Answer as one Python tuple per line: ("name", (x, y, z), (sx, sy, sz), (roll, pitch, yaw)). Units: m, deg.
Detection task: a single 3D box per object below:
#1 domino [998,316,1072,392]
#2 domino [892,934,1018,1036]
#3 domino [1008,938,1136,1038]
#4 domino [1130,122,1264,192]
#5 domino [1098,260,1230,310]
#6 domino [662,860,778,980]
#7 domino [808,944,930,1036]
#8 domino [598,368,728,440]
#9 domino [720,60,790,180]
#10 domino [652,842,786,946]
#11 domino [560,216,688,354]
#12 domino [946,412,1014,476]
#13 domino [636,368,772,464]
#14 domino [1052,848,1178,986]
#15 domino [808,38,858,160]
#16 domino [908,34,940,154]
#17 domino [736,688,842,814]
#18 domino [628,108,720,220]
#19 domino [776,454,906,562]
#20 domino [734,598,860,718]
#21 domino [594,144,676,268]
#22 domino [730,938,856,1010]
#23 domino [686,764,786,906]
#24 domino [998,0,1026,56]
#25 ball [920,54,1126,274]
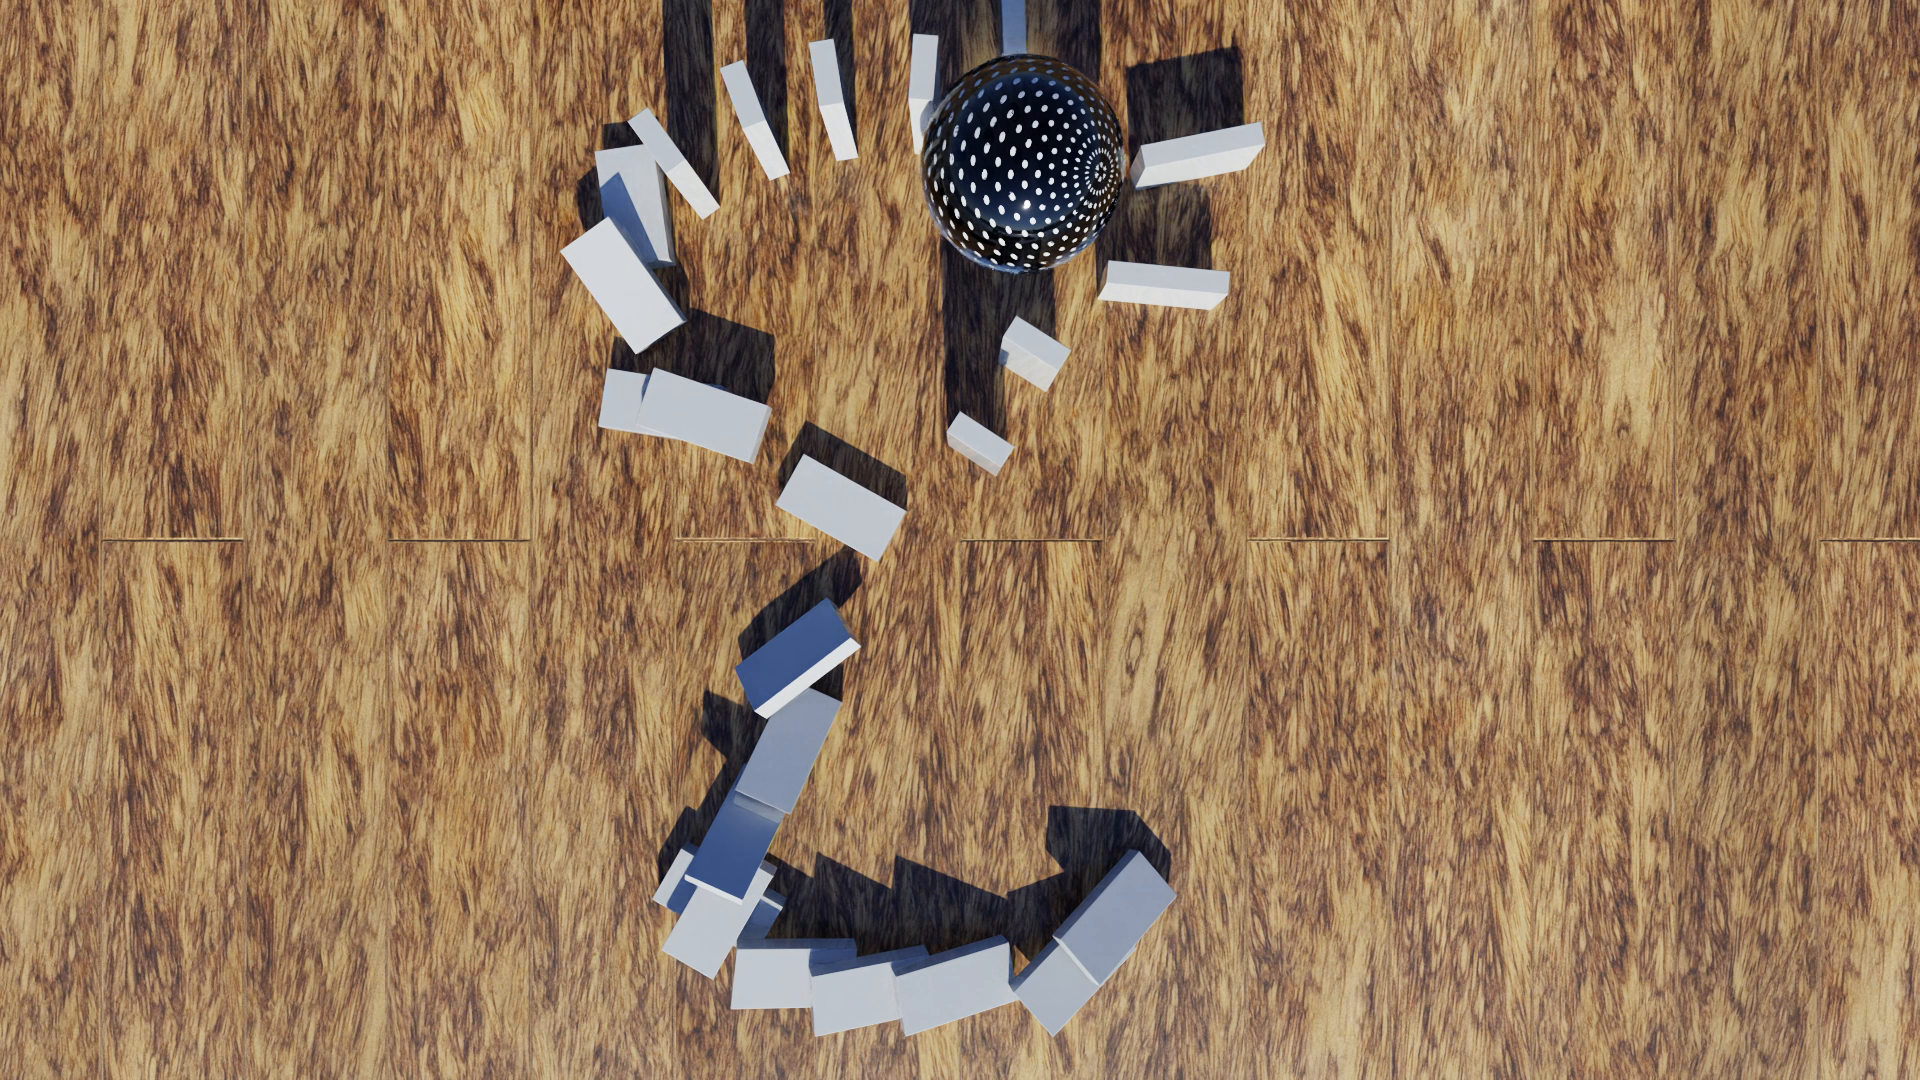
("domino", (0.030, -0.075, 0.375), (0.025, 0.050, 0.009), (32, 90, 0))
("domino", (-0.002, 0.188, 0.388), (0.050, 0.010, 0.025), (-9, 90, -17))
("domino", (0.048, 0.182, 0.390), (0.050, 0.009, 0.025), (-42, 90, -12))
("domino", (0.099, -0.162, 0.388), (0.050, 0.025, 0.010), (-11, 90, 0))
("domino", (0.085, -0.108, 0.388), (0.050, 0.025, 0.009), (5, 90, 0))
("domino", (-0.101, 0.155, 0.386), (0.025, 0.010, 0.050), (30, 90, 0))
("domino", (-0.038, 0.190, 0.388), (0.050, 0.009, 0.025), (-3, 91, -17))
("domino", (-0.128, -0.057, 0.395), (0.050, 0.010, 0.025), (9, 90, 0))
("domino", (-0.083, -0.170, 0.375), (0.009, 0.050, 0.025), (-21, 90, 0))
("domino", (-0.103, 0.155, 0.395), (0.050, 0.010, 0.025), (30, 90, 0))
("domino", (-0.142, -0.107, 0.388), (0.025, 0.009, 0.050), (-32, 104, 6))
("domino", (0.008, -0.039, 0.375), (0.025, 0.050, 0.009), (33, 90, 0))
("domino", (-0.108, -0.052, 0.386), (0.050, 0.010, 0.025), (19, 90, 0))
("domino", (0.066, 0.158, 0.387), (0.050, 0.010, 0.025), (-40, 90, -20))
("domino", (-0.051, -0.179, 0.375), (0.009, 0.050, 0.025), (-9, 90, 0))
("domino", (-0.014, -0.181, 0.375), (0.010, 0.050, 0.025), (4, 90, 0))
("domino", (-0.072, 0.087, 0.388), (0.025, 0.010, 0.050), (24, 73, 0))
("domino", (-0.116, -0.153, 0.375), (0.009, 0.050, 0.025), (-36, 90, 0))
("domino", (-0.051, -0.014, 0.395), (0.050, 0.009, 0.025), (29, 90, 0))
("domino", (-0.069, 0.050, 0.389), (0.050, 0.010, 0.025), (-37, 53, 0))
("domino", (-0.140, -0.143, 0.395), (0.025, 0.010, 0.050), (-8, 90, 0))
("domino", (-0.071, 0.184, 0.389), (0.050, 0.010, 0.025), (6, 90, -14))
("domino", (-0.090, 0.122, 0.381), (0.025, 0.010, 0.050), (24, 54, 0))
("domino", (0.022, -0.224, 0.388), (0.009, 0.025, 0.050), (-2, 90, 0))
("ball", (0.024, -0.146, 0.360), (0.080, 0.080, 0.080), (0, 90, 0))
